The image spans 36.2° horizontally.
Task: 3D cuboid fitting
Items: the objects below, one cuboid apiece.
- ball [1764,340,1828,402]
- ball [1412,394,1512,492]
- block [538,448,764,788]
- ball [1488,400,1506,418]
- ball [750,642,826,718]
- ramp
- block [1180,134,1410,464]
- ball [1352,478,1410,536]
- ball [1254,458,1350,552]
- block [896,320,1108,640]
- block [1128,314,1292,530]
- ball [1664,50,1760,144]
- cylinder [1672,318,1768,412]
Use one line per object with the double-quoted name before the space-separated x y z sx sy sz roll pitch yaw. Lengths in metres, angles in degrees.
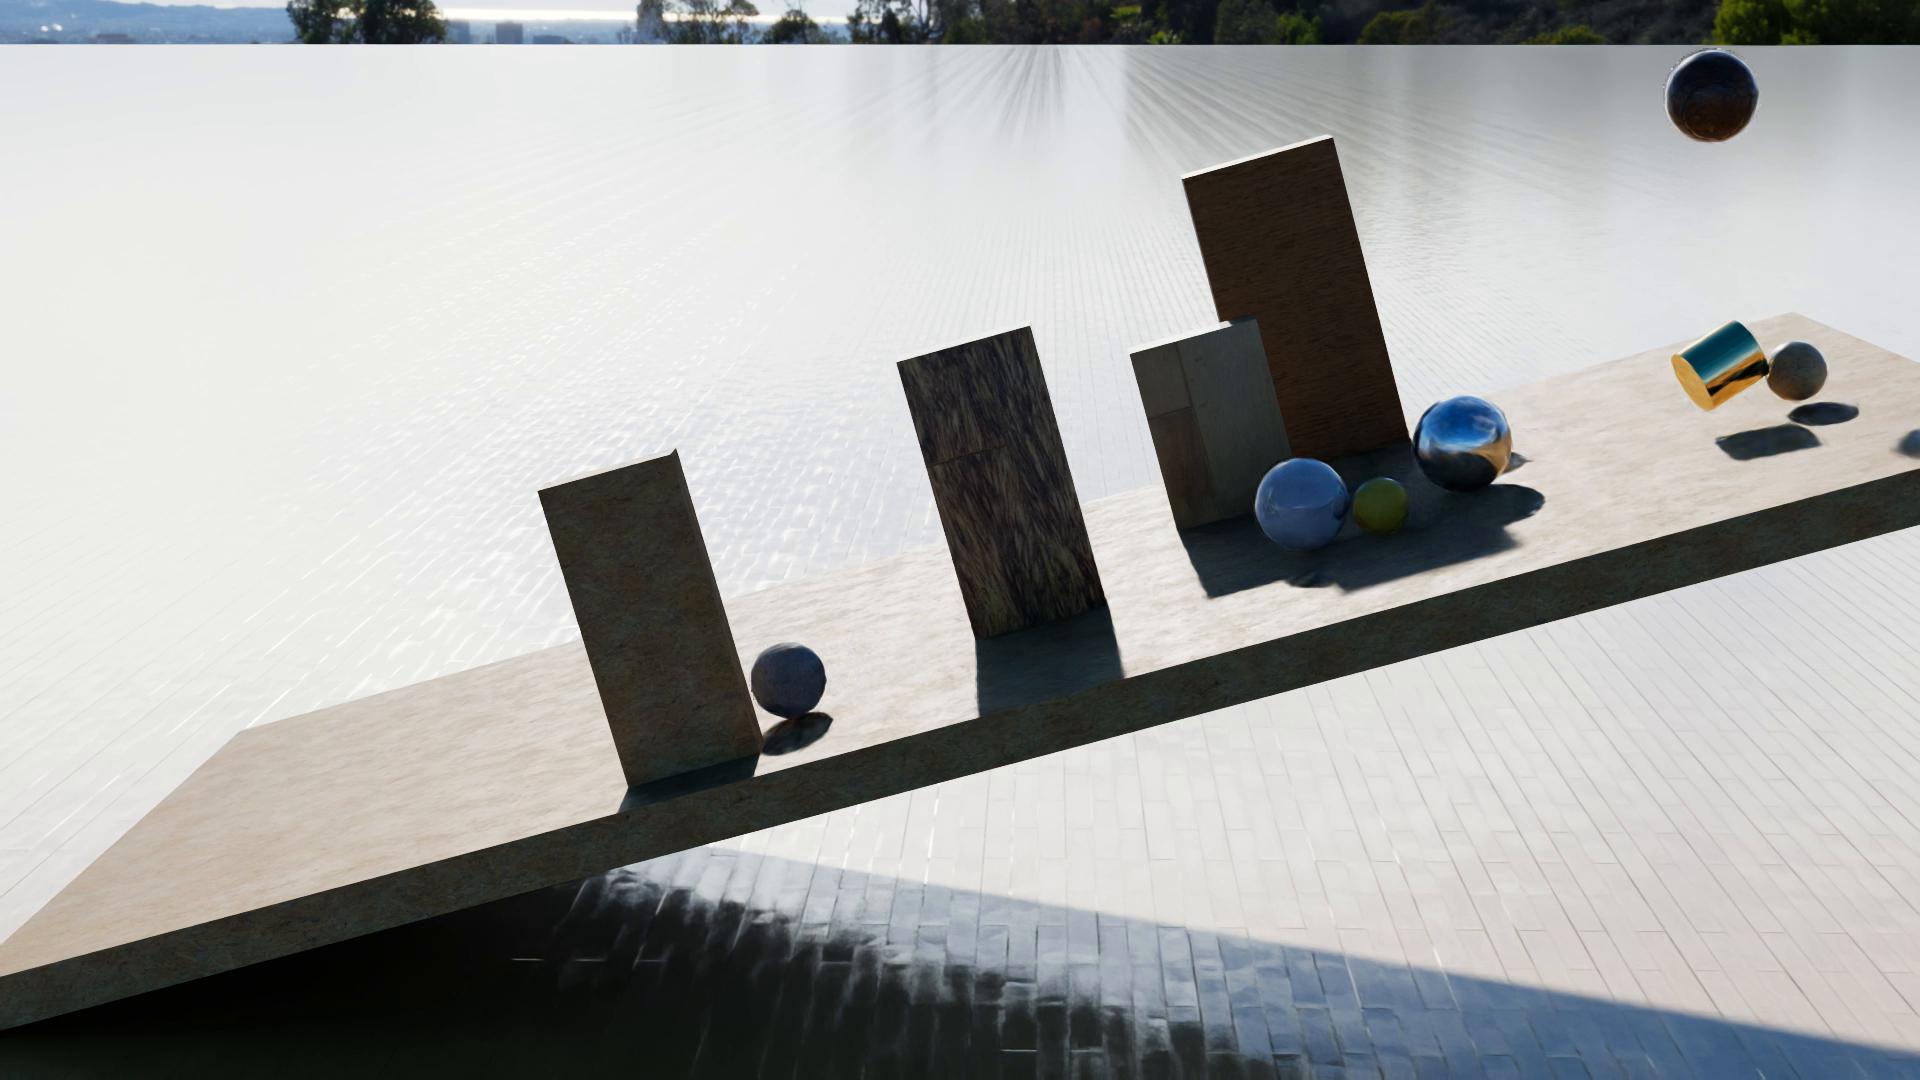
"ball" 1.708 -0.345 6.011 0.124 0.124 0.124 0 10 0
"ball" 1.040 -0.200 6.085 0.204 0.204 0.204 0 10 0
"block" -0.582 0.147 5.556 0.260 0.590 0.089 -15 9 4
"ball" 1.132 -0.244 6.426 0.127 0.127 0.127 0 10 0
"ball" -0.337 0.274 5.764 0.150 0.150 0.150 0 10 0
"ramp" 0.084 0.190 6.326 4.000 0.100 2.000 -15 9 4
"block" 0.786 -0.546 6.903 0.357 0.730 0.142 -15 9 4
"ball" 0.845 -0.068 5.901 0.117 0.117 0.117 0 10 0
"ball" 0.693 -0.072 5.956 0.190 0.190 0.190 0 10 0
"block" 0.087 -0.122 6.009 0.280 0.594 0.111 -15 9 4
"block" 0.571 -0.263 6.584 0.290 0.413 0.113 -15 9 4
"ball" 1.637 -0.965 6.406 0.200 0.200 0.200 0 10 0
"cylinder" 1.549 -0.356 5.997 0.138 0.138 0.138 -32 14 -3
